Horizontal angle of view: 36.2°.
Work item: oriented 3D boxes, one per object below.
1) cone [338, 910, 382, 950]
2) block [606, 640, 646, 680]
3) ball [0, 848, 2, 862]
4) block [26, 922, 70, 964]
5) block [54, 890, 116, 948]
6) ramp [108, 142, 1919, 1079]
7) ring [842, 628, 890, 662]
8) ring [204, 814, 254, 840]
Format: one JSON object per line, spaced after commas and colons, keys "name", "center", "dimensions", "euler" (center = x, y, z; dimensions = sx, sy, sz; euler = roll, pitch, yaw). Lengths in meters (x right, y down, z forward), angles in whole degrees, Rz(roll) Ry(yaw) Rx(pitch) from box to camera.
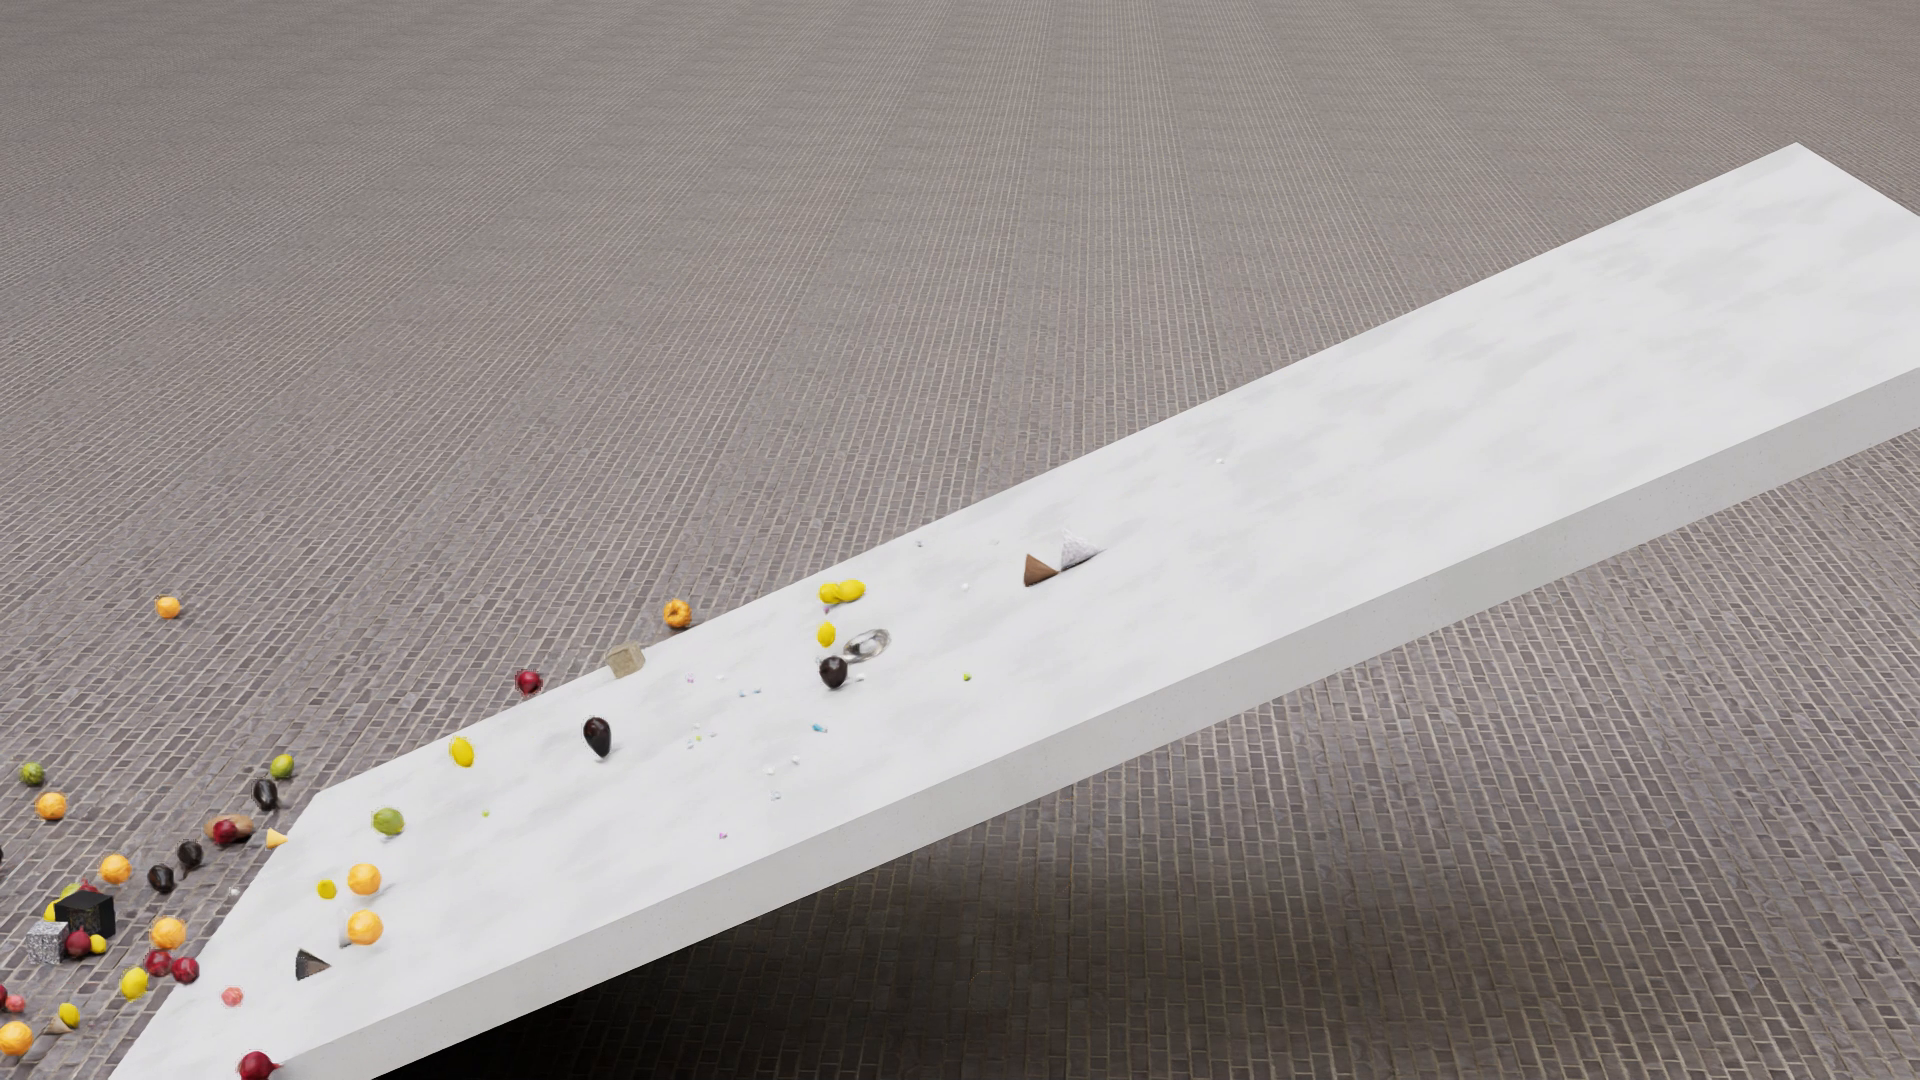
{"name": "cone", "center": [-1.236, 0.804, 6.079], "dimensions": [0.084, 0.084, 0.084], "euler": [0, 16, -5]}
{"name": "block", "center": [-0.822, 0.294, 7.230], "dimensions": [0.065, 0.065, 0.065], "euler": [-22, 14, 17]}
{"name": "ball", "center": [-2.409, 0.777, 7.256], "dimensions": [0.090, 0.090, 0.090], "euler": [0, 16, 0]}
{"name": "block", "center": [-2.094, 0.925, 6.756], "dimensions": [0.073, 0.073, 0.073], "euler": [1, 16, 3]}
{"name": "block", "center": [-2.042, 0.884, 6.864], "dimensions": [0.094, 0.094, 0.094], "euler": [7, 17, 24]}
{"name": "ramp", "center": [0.135, 0.169, 6.283], "dimensions": [4.000, 0.100, 2.000], "euler": [-24, 13, 9]}
{"name": "ring", "center": [-0.202, 0.228, 6.381], "dimensions": [0.114, 0.038, 0.114], "euler": [-23, 13, 6]}
{"name": "ring", "center": [-1.865, 0.733, 7.502], "dimensions": [0.125, 0.042, 0.125], "euler": [-2, 14, 0]}
